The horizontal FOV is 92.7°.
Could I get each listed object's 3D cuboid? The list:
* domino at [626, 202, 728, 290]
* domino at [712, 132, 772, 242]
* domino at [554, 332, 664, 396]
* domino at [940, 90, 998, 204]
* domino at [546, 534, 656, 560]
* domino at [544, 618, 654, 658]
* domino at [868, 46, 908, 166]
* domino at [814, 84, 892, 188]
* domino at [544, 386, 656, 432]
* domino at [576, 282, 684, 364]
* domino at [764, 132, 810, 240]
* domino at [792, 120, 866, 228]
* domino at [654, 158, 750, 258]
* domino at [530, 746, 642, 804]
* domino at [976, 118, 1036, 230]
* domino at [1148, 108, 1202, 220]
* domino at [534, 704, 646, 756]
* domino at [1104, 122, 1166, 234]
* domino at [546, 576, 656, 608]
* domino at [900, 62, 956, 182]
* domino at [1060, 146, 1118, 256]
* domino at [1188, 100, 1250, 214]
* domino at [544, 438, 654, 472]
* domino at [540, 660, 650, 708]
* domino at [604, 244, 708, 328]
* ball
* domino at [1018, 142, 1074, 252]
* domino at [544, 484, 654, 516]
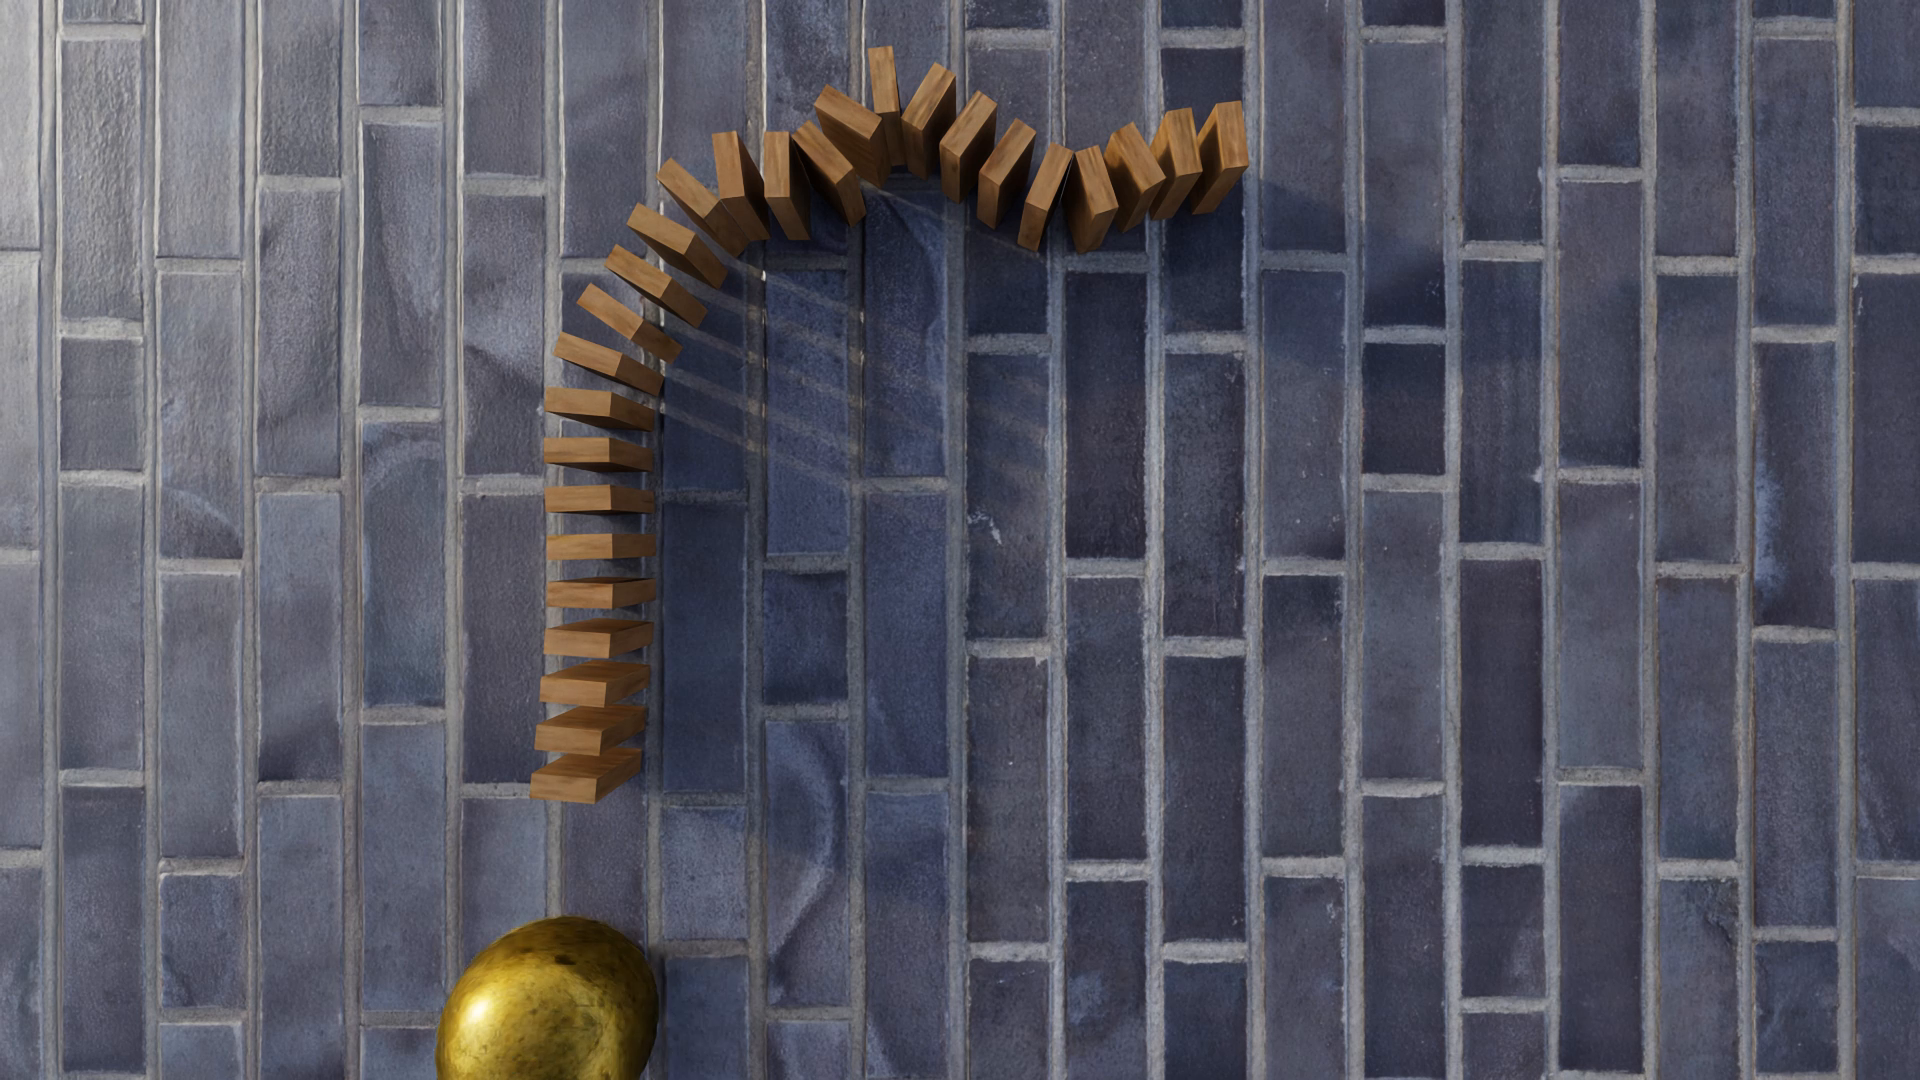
[{"bbox_3d":[-0.114,-0.119,0.375,0.025,0.050,0.010,28,90,0],"label":"domino"},{"bbox_3d":[-0.089,-0.143,0.375,0.009,0.050,0.025,-7,90,0],"label":"domino"},{"bbox_3d":[-0.142,-0.071,0.375,0.025,0.050,0.010,20,90,0],"label":"domino"},{"bbox_3d":[0.003,-0.159,0.375,0.009,0.050,0.025,36,90,0],"label":"domino"},{"bbox_3d":[-0.145,0.003,0.375,0.025,0.050,0.009,-2,90,0],"label":"domino"},{"bbox_3d":[-0.146,0.040,0.375,0.025,0.050,0.010,4,90,0],"label":"domino"},{"bbox_3d":[-0.029,-0.176,0.375,0.009,0.050,0.025,-6,90,0],"label":"domino"},{"bbox_3d":[-0.043,-0.164,0.375,0.025,0.050,0.009,32,90,0],"label":"domino"},{"bbox_3d":[-0.146,-0.053,0.375,0.025,0.050,0.009,5,90,0],"label":"domino"},{"bbox_3d":[-0.134,-0.087,0.375,0.025,0.050,0.010,35,90,0],"label":"domino"},{"bbox_3d":[-0.070,-0.144,0.375,0.009,0.050,0.025,0,90,0],"label":"domino"},{"bbox_3d":[-0.053,-0.148,0.375,0.009,0.050,0.025,-43,90,0],"label":"domino"},{"bbox_3d":[-0.104,-0.135,0.375,0.025,0.050,0.010,41,90,0],"label":"domino"},{"bbox_3d":[-0.152,0.095,0.375,0.025,0.050,0.009,5,90,0],"label":"domino"},{"bbox_3d":[0.018,-0.148,0.375,0.010,0.050,0.025,35,90,0],"label":"domino"},{"bbox_3d":[0.086,-0.152,0.375,0.009,0.050,0.025,-10,90,0],"label":"domino"},{"bbox_3d":[-0.150,0.077,0.375,0.025,0.050,0.009,6,90,0],"label":"domino"},{"bbox_3d":[0.068,-0.147,0.375,0.009,0.050,0.025,-30,90,0],"label":"domino"},{"bbox_3d":[-0.145,0.021,0.375,0.025,0.050,0.009,2,90,0],"label":"domino"},{"bbox_3d":[-0.012,-0.170,0.375,0.010,0.050,0.025,31,90,0],"label":"domino"},{"bbox_3d":[0.052,-0.138,0.375,0.009,0.050,0.025,-18,90,0],"label":"domino"},{"bbox_3d":[0.104,-0.155,0.375,0.009,0.050,0.025,-7,90,0],"label":"domino"},{"bbox_3d":[-0.147,-0.034,0.375,0.025,0.050,0.009,-1,90,0],"label":"domino"},{"bbox_3d":[-0.148,0.058,0.375,0.025,0.050,0.009,5,90,0],"label":"domino"},{"bbox_3d":[-0.123,-0.103,0.375,0.025,0.050,0.010,31,90,0],"label":"domino"},{"bbox_3d":[-0.160,0.191,0.360,0.080,0.080,0.080,0,90,0],"label":"ball"},{"bbox_3d":[0.034,-0.139,0.375,0.010,0.050,0.025,24,90,0],"label":"domino"},{"bbox_3d":[-0.146,-0.016,0.375,0.025,0.050,0.010,-2,90,0],"label":"domino"}]
